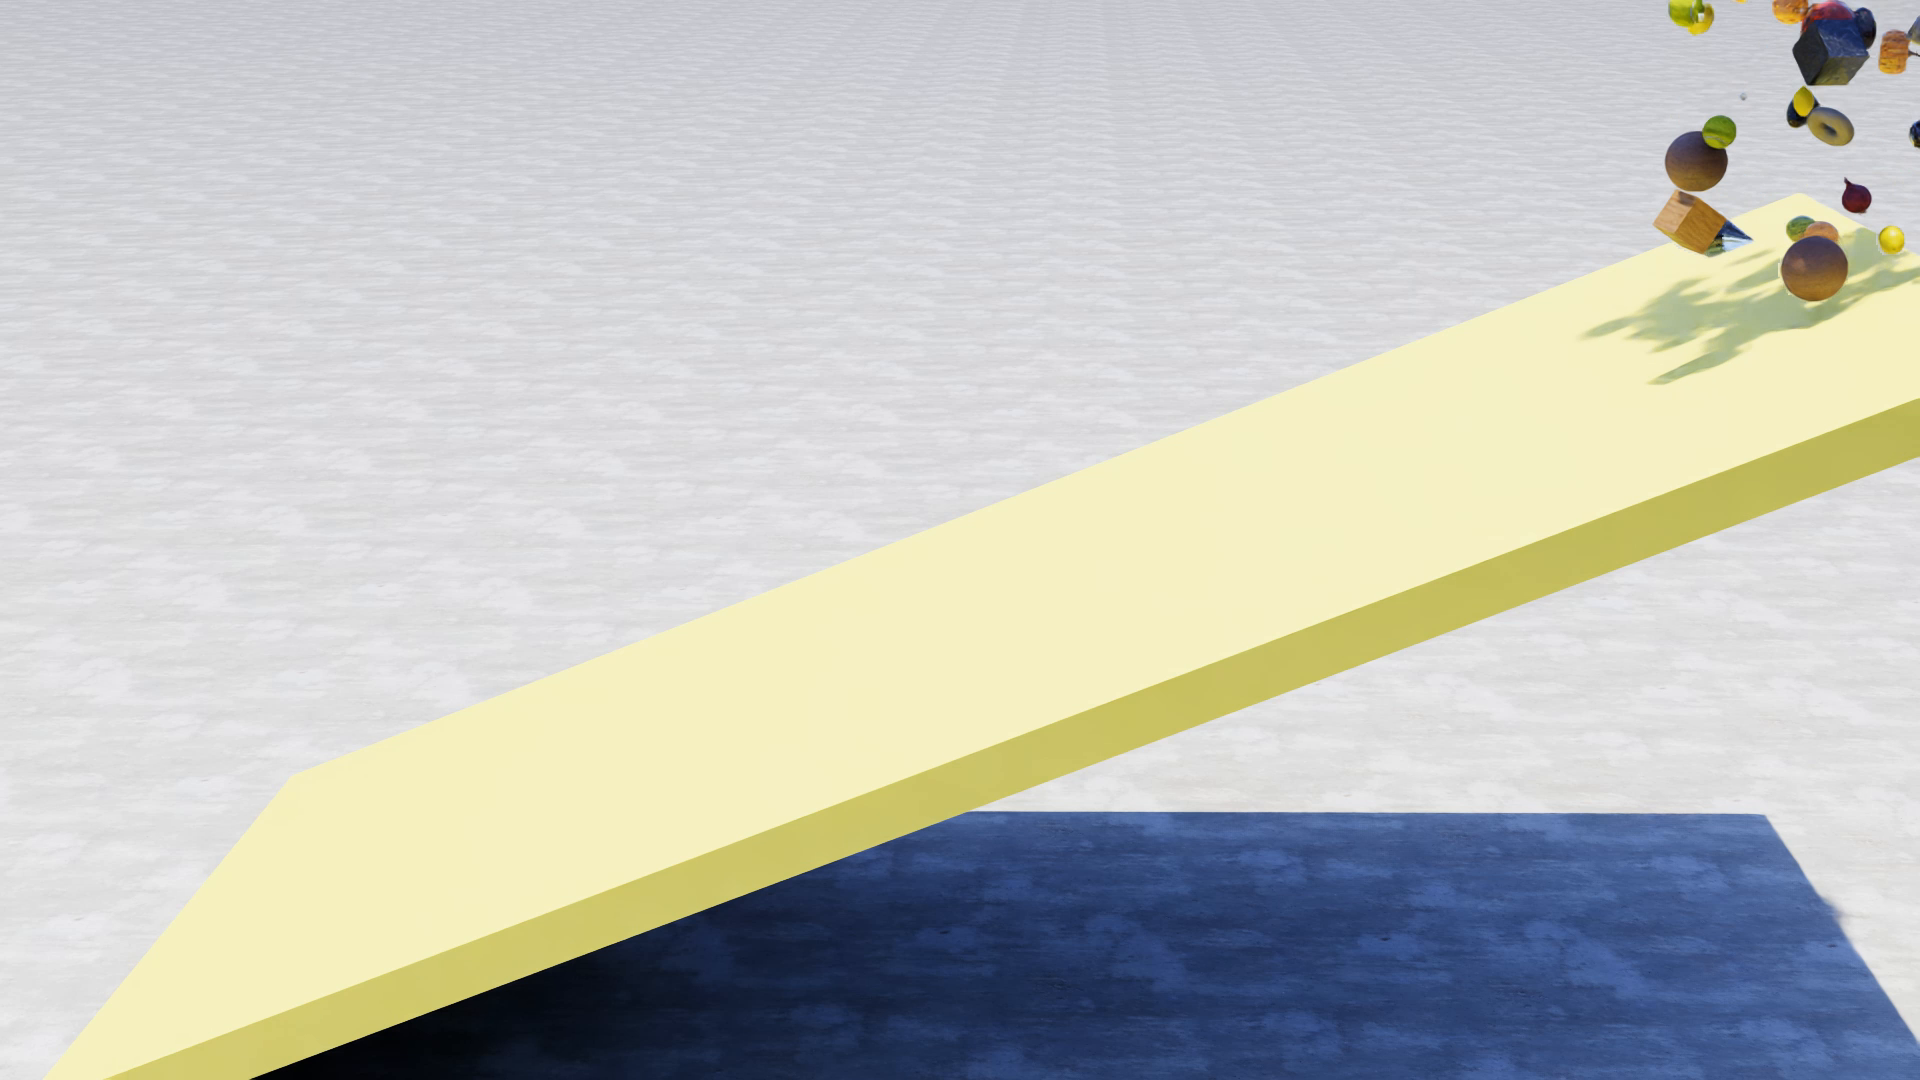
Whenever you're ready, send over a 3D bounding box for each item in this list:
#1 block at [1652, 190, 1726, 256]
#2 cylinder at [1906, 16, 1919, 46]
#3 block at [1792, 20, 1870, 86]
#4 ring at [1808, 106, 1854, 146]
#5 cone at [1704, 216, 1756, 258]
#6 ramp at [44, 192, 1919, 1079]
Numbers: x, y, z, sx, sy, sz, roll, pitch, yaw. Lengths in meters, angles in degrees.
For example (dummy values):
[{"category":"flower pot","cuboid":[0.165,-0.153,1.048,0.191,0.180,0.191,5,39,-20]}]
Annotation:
[{"category":"block","cuboid":[1.433,-0.625,5.778,0.084,0.084,0.084,31,6,-25]},{"category":"cylinder","cuboid":[1.893,-0.994,5.758,0.059,0.059,0.059,35,24,13]},{"category":"block","cuboid":[1.687,-0.944,5.701,0.090,0.090,0.090,-4,-29,-19]},{"category":"ring","cuboid":[1.696,-0.805,5.729,0.097,0.097,0.032,18,66,51]},{"category":"cone","cuboid":[1.591,-0.620,6.045,0.096,0.096,0.096,15,21,42]},{"category":"ramp","cuboid":[0.125,0.173,6.290,4.000,0.100,2.000,-21,12,7]}]
